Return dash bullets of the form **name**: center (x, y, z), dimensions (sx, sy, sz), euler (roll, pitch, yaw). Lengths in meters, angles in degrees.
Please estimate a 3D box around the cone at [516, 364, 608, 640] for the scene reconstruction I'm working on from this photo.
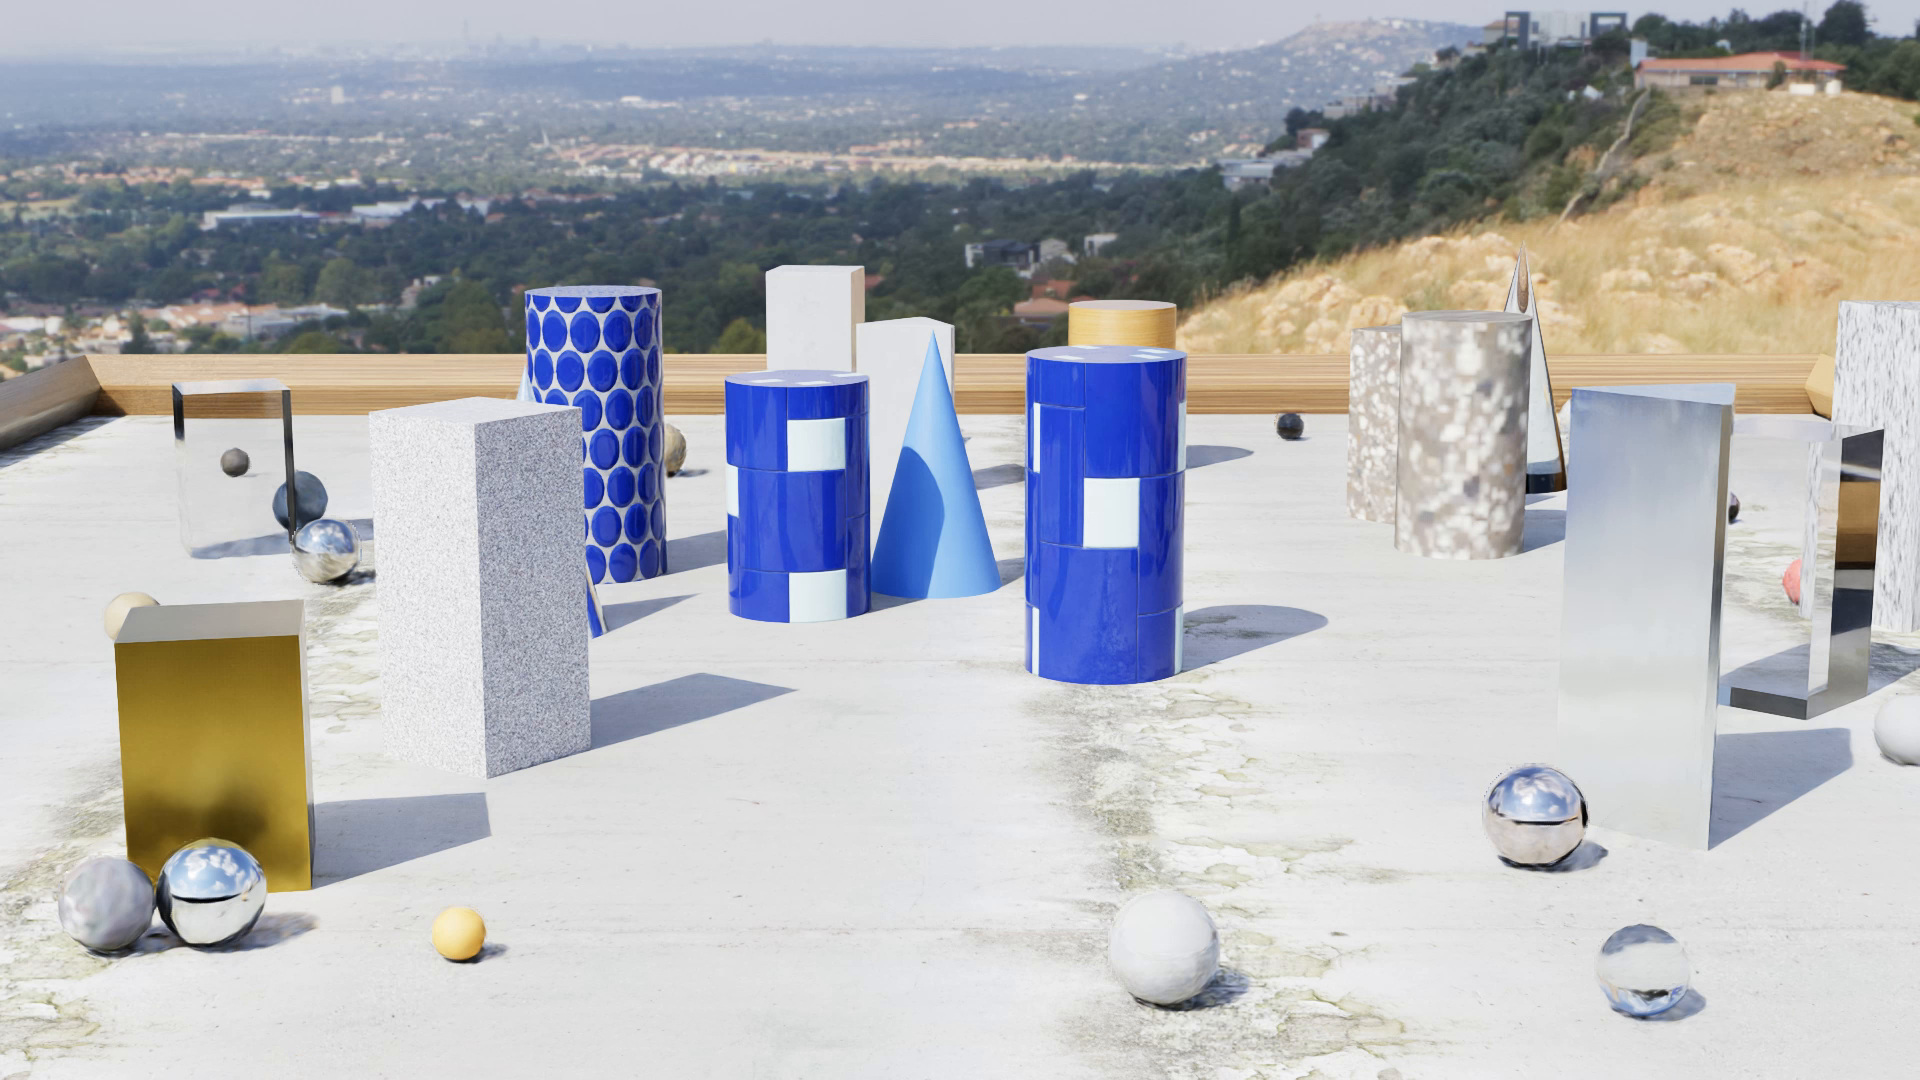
- **cone**: center (-0.555, -0.053, 3.305), dimensions (0.194, 0.348, 0.194), euler (0, 11, 0)

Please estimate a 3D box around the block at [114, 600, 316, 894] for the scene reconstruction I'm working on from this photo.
- **block**: center (-0.671, 0.187, 2.326), dimensions (0.155, 0.234, 0.155), euler (-2, 11, -12)

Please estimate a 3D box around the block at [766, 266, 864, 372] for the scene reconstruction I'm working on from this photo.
- **block**: center (-0.264, -0.321, 4.728), dimensions (0.155, 0.356, 0.155), euler (1, 11, 7)

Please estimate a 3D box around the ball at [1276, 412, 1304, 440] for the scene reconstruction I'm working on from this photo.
- **ball**: center (0.645, -0.221, 5.014), dimensions (0.055, 0.055, 0.055), euler (0, 11, 0)

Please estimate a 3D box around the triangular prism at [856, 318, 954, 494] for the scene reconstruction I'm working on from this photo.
- **triangular prism**: center (-0.080, -0.234, 4.436), dimensions (0.168, 0.291, 0.145), euler (2, 11, 11)

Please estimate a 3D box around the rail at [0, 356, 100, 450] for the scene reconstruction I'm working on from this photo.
- **rail**: center (-1.795, 0.034, 3.439), dimensions (0.045, 0.126, 3.936), euler (0, 11, 0)

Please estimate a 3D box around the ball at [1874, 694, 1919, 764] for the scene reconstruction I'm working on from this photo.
- **ball**: center (1.000, 0.199, 2.699), dimensions (0.074, 0.074, 0.074), euler (0, 11, 0)

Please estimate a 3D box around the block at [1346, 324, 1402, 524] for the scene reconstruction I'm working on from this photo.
- **block**: center (0.738, -0.187, 4.141), dimensions (0.155, 0.306, 0.155), euler (-9, 14, -40)

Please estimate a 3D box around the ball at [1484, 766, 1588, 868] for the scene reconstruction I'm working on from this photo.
- **ball**: center (0.528, 0.254, 2.354), dimensions (0.093, 0.093, 0.093), euler (0, 11, 0)

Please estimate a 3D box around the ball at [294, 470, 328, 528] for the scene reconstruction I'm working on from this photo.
- **ball**: center (-1.046, -0.064, 4.050), dimensions (0.092, 0.092, 0.092), euler (0, 11, 0)

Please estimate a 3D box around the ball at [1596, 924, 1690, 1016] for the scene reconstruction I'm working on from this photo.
- **ball**: center (0.529, 0.333, 1.987), dimensions (0.071, 0.071, 0.071), euler (0, 11, 0)

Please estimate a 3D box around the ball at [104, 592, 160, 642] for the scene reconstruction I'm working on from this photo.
- **ball**: center (-1.033, 0.101, 3.210), dimensions (0.073, 0.073, 0.073), euler (0, 11, 0)

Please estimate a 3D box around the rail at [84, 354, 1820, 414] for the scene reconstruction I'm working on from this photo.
- **rail**: center (-0.011, -0.323, 5.361), dimensions (3.638, 0.126, 0.045), euler (0, 11, 0)

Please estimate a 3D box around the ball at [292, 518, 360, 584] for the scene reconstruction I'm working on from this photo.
- **ball**: center (-0.897, 0.015, 3.634), dimensions (0.094, 0.094, 0.094), euler (0, 11, 0)

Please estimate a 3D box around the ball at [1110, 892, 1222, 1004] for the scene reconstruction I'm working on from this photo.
- **ball**: center (0.161, 0.320, 2.012), dimensions (0.088, 0.088, 0.088), euler (0, 11, 0)

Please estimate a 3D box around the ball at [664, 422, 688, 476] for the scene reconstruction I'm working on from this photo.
- **ball**: center (-0.535, -0.161, 4.576), dimensions (0.097, 0.097, 0.097), euler (0, 11, 0)

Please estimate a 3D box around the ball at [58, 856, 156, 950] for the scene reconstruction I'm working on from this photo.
- **ball**: center (-0.707, 0.301, 2.126), dimensions (0.078, 0.078, 0.078), euler (0, 11, 0)

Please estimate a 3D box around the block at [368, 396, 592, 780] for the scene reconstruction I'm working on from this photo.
- **block**: center (-0.506, 0.045, 2.716), dimensions (0.155, 0.370, 0.155), euler (7, 13, 35)

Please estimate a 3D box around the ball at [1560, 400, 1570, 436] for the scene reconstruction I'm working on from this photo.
- **ball**: center (1.217, -0.238, 5.009), dimensions (0.090, 0.090, 0.090), euler (0, 11, 0)

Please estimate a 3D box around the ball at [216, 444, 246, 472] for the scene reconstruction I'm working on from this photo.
- **ball**: center (-1.316, -0.148, 4.630), dimensions (0.052, 0.052, 0.052), euler (0, 11, 0)

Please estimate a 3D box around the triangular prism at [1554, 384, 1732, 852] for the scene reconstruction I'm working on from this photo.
- **triangular prism**: center (0.693, 0.064, 2.471), dimensions (0.145, 0.422, 0.168), euler (-9, 14, -41)

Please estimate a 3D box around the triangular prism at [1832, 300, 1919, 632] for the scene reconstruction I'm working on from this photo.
- **triangular prism**: center (1.222, -0.104, 3.394), dimensions (0.145, 0.417, 0.168), euler (8, 13, 38)

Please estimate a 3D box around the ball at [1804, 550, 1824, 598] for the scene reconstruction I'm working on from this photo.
- **ball**: center (1.195, 0.049, 3.514), dimensions (0.072, 0.072, 0.072), euler (0, 11, 0)

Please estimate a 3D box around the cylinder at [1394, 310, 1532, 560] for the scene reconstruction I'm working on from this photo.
- **cylinder**: center (0.760, -0.162, 3.876), dimensions (0.194, 0.353, 0.194), euler (0, 11, 0)

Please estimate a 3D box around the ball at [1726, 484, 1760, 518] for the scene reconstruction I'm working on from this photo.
- **ball**: center (1.268, -0.063, 4.161), dimensions (0.054, 0.054, 0.054), euler (0, 11, 0)

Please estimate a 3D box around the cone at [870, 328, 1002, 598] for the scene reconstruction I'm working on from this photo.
- **cone**: center (-0.037, -0.115, 3.599), dimensions (0.194, 0.363, 0.194), euler (0, 11, 0)

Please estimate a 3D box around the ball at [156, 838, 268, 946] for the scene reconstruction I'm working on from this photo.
- **ball**: center (-0.625, 0.294, 2.143), dimensions (0.090, 0.090, 0.090), euler (0, 11, 0)

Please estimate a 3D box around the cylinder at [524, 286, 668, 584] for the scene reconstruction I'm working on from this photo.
- **cylinder**: center (-0.522, -0.154, 3.691), dimensions (0.194, 0.407, 0.194), euler (0, 11, 0)

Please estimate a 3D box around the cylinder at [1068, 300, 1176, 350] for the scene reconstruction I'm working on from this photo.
- **cylinder**: center (0.292, -0.275, 4.636), dimensions (0.194, 0.299, 0.194), euler (0, 11, 0)

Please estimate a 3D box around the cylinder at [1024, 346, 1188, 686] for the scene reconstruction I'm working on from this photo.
- **cylinder**: center (0.175, -0.034, 3.106), dimensions (0.194, 0.384, 0.194), euler (0, 11, 0)

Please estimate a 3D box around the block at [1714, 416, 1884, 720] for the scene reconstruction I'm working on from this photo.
- **block**: center (0.948, 0.028, 2.960), dimensions (0.155, 0.315, 0.155), euler (10, 14, 43)

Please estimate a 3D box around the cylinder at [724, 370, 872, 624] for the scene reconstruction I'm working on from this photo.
- **cylinder**: center (-0.217, -0.062, 3.449), dimensions (0.194, 0.313, 0.194), euler (0, 11, 0)

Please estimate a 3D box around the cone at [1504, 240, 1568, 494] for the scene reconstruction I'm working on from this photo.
- **cone**: center (0.970, -0.308, 4.454), dimensions (0.194, 0.431, 0.194), euler (0, 11, 0)

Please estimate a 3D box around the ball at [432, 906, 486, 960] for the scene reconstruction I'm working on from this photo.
- **ball**: center (-0.412, 0.324, 2.110), dimensions (0.044, 0.044, 0.044), euler (0, 11, 0)

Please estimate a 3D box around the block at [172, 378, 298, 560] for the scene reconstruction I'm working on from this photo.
- **block**: center (-1.099, -0.110, 3.887), dimensions (0.155, 0.248, 0.155), euler (-4, 11, -22)

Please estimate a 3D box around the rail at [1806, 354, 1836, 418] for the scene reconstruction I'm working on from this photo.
- **rail**: center (1.795, 0.030, 3.459), dimensions (0.045, 0.126, 3.936), euler (0, 11, 0)
